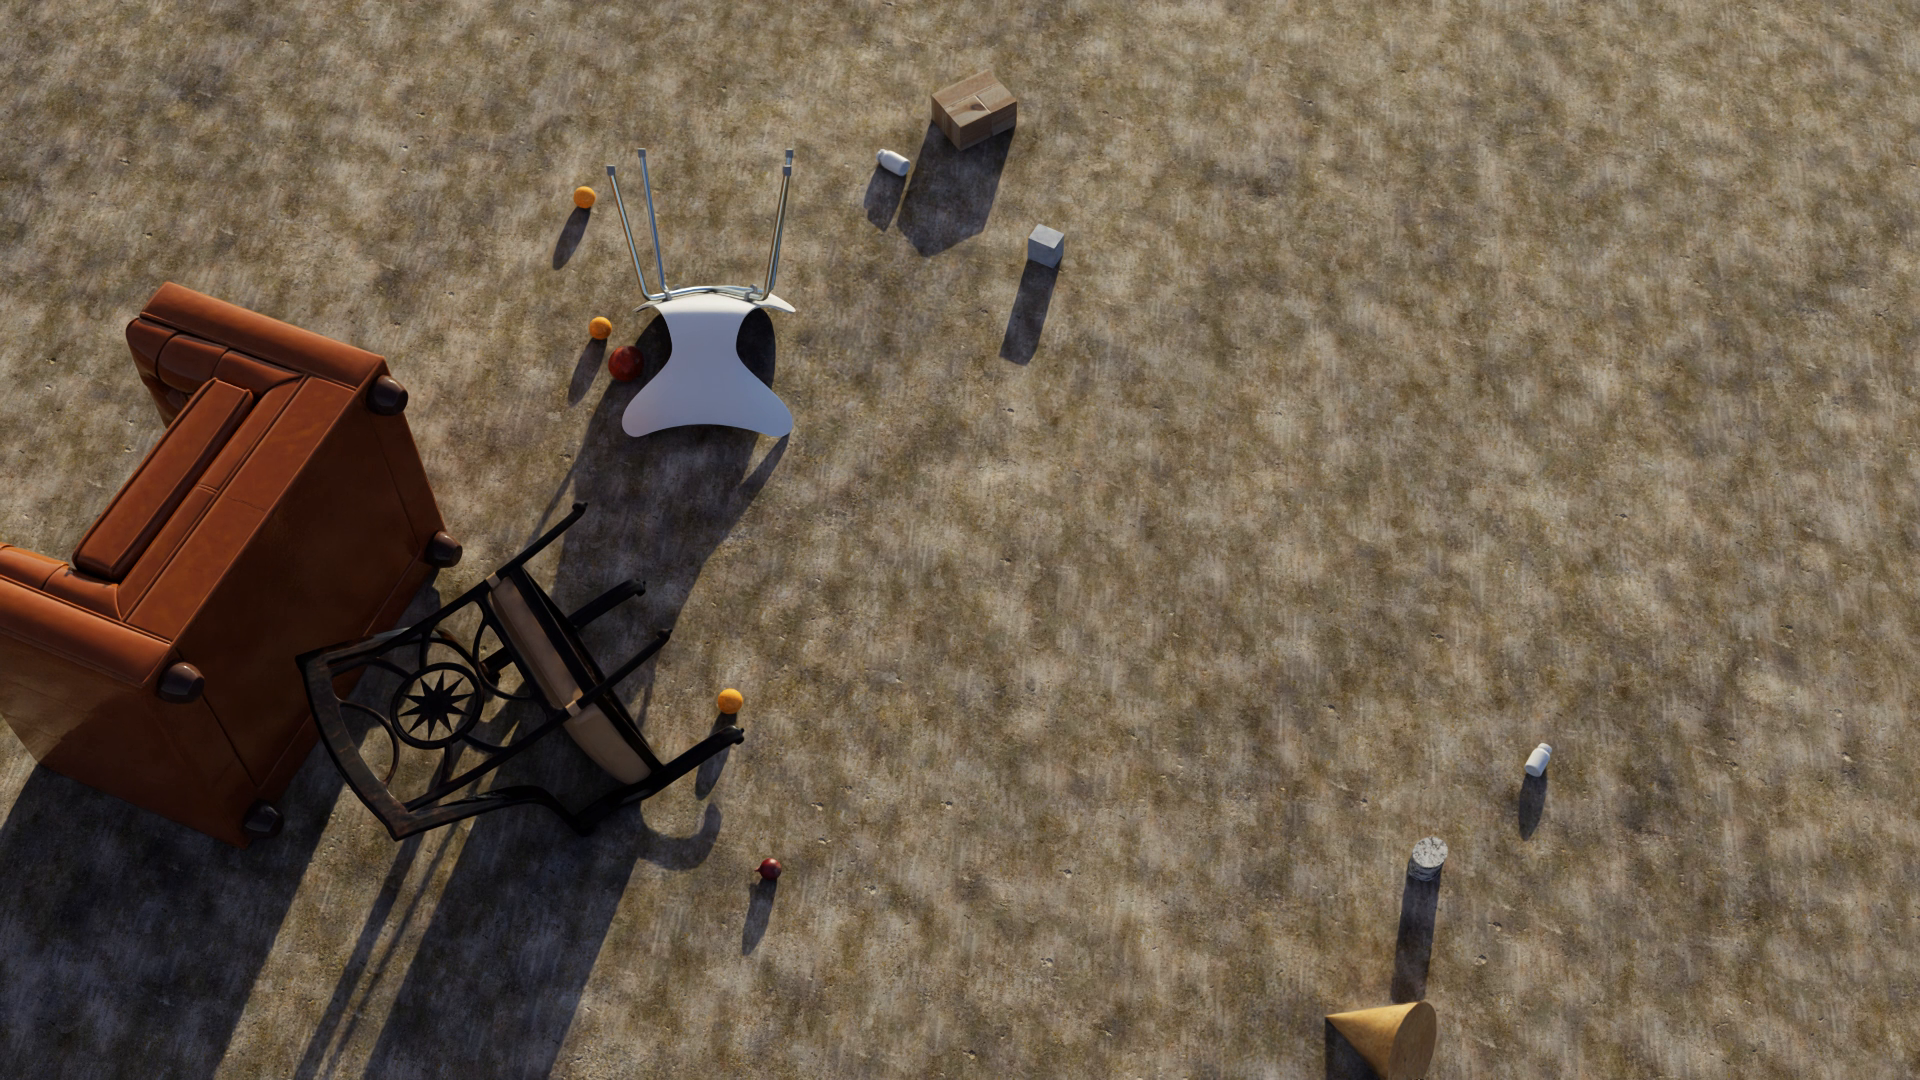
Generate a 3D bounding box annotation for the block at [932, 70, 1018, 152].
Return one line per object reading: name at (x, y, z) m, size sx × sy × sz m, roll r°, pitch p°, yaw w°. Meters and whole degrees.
block at (0.048, -1.464, 7.488) m, size 0.229 × 0.114 × 0.182 m, roll -28°, pitch 61°, yaw -17°

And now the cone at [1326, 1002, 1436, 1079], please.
cone at (1.049, 1.268, 5.655) m, size 0.263 × 0.256 × 0.234 m, roll 15°, pitch 19°, yaw 40°

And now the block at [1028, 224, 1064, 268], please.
block at (0.280, -0.957, 7.157) m, size 0.095 × 0.097 × 0.072 m, roll 25°, pitch 60°, yaw 16°

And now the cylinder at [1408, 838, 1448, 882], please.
cylinder at (1.263, 0.863, 5.943) m, size 0.101 × 0.087 × 0.083 m, roll -31°, pitch 61°, yaw -19°
